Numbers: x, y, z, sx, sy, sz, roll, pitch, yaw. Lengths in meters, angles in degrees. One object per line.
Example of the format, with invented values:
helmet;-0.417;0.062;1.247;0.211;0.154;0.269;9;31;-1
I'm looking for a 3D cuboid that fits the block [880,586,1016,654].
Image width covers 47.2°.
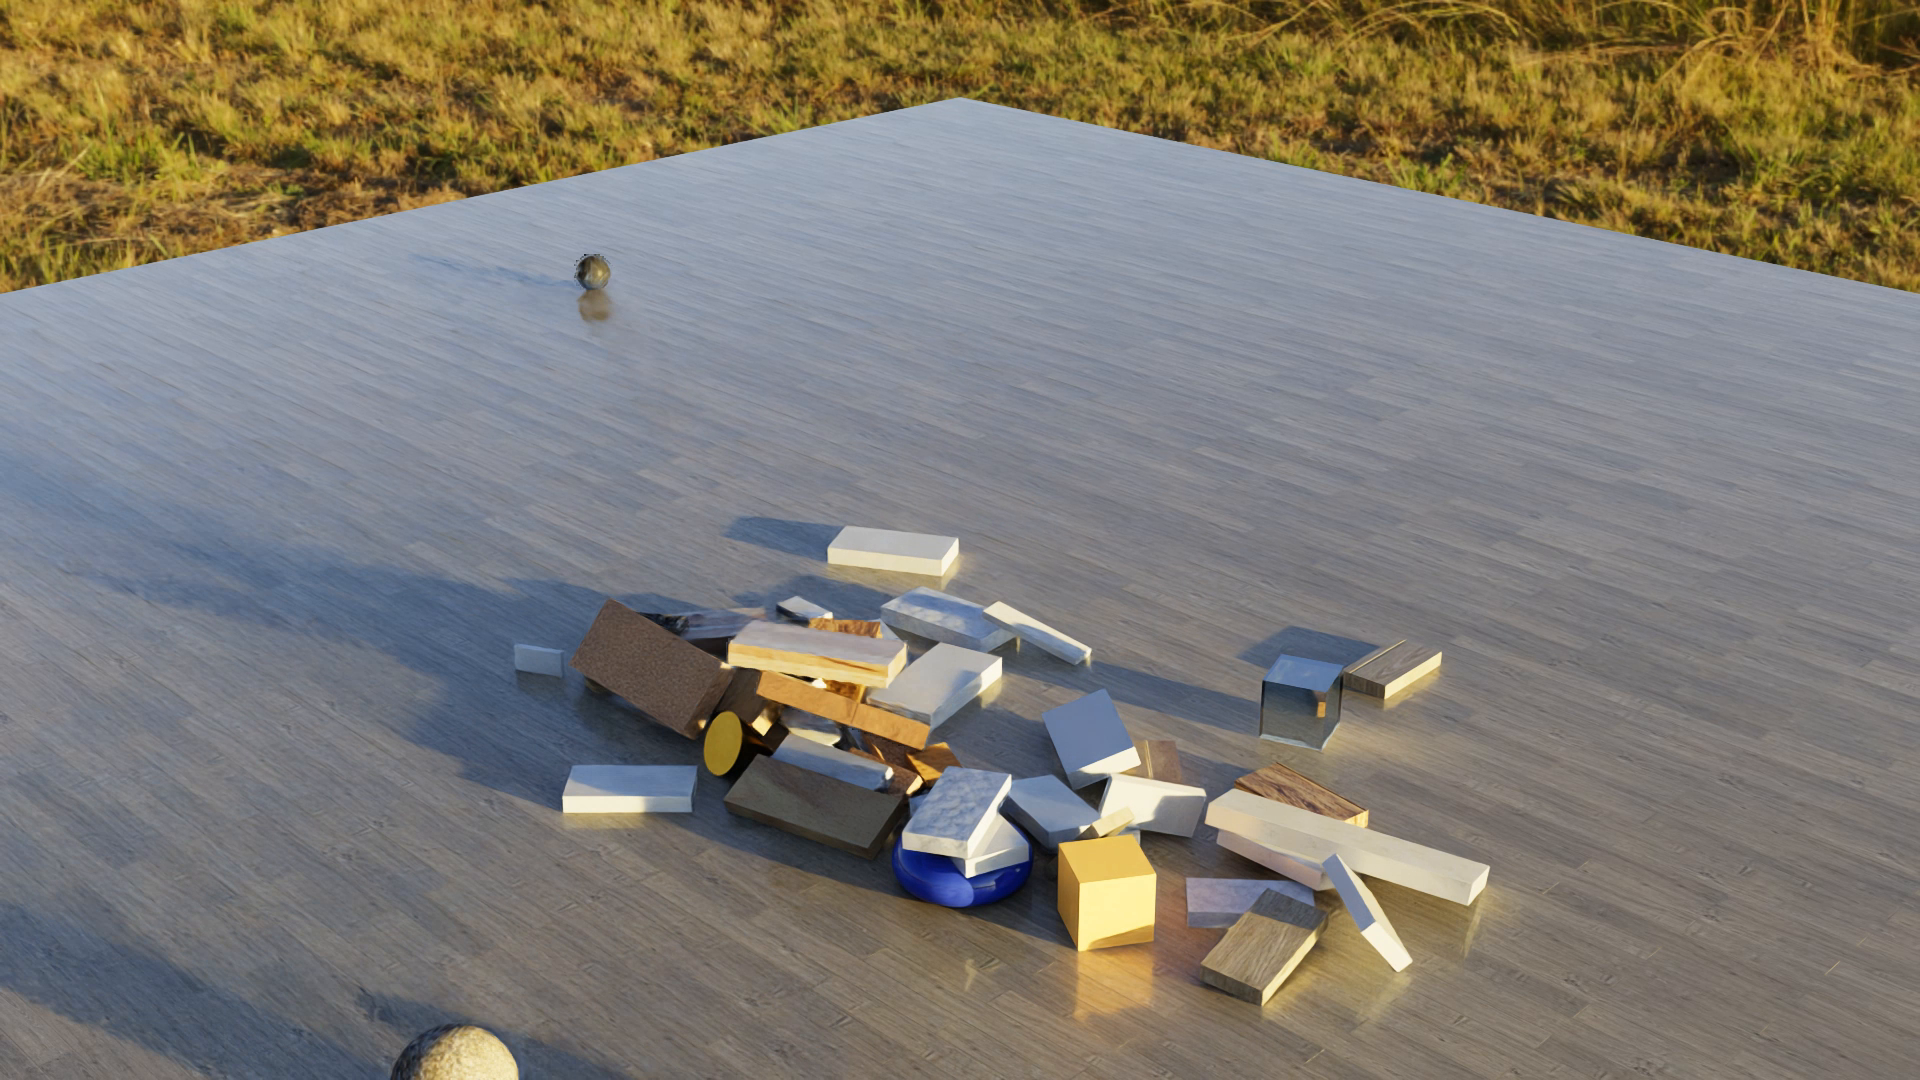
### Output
block;-0.025;0.191;5.255;0.303;0.043;0.152;17;28;35

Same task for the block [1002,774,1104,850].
block;0.180;0.538;4.369;0.130;0.037;0.259;-6;18;-22

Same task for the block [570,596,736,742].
block;-0.683;0.281;4.859;0.411;0.177;0.050;25;-8;40

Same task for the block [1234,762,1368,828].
block;0.690;0.532;4.460;0.126;0.036;0.252;-17;28;-34

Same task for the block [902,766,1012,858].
block;-0.004;0.515;4.179;0.130;0.037;0.259;6;25;18

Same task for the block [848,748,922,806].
block;-0.176;0.495;4.507;0.185;0.026;0.093;18;58;36

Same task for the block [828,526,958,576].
block;-0.171;0.027;5.643;0.303;0.043;0.152;6;24;15

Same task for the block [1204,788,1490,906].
block;0.743;0.586;4.232;0.523;0.042;0.150;15;12;23

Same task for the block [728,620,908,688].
block;-0.310;0.248;4.816;0.355;0.050;0.177;8;16;10

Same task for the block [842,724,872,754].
block;-0.175;0.436;4.639;0.086;0.024;0.171;-12;43;-26

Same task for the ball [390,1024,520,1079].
ball;-0.796;0.865;3.462;0.203;0.203;0.203;0;23;0

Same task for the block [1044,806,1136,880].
block;0.245;0.577;4.183;0.098;0.195;0.028;-20;69;-40

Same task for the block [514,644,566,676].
block;-0.963;0.275;5.036;0.119;0.059;0.017;8;24;17

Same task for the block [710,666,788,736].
block;-0.448;0.342;4.720;0.128;0.036;0.256;-52;25;-17

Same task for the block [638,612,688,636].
block;-0.711;0.196;5.164;0.131;0.018;0.065;4;23;10

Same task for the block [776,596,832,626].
block;-0.379;0.173;5.329;0.065;0.018;0.130;-21;31;-40

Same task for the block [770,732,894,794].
block;-0.277;0.487;4.499;0.260;0.037;0.130;15;52;31

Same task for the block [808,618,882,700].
block;-0.285;0.296;4.912;0.162;0.046;0.323;4;37;8

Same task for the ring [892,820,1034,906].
ring;0.005;0.609;4.211;0.273;0.091;0.273;-1;22;0

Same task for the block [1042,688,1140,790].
block;0.274;0.418;4.639;0.150;0.042;0.300;-22;21;0

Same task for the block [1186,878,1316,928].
block;0.542;0.681;4.113;0.236;0.033;0.118;1;23;3

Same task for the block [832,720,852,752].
block;-0.248;0.409;4.699;0.085;0.024;0.171;-20;47;-34

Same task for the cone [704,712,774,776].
cone;-0.445;0.441;4.644;0.137;0.137;0.137;17;9;-38

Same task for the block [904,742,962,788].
block;-0.032;0.493;4.508;0.093;0.026;0.185;-11;40;-25

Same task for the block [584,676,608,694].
block;-0.785;0.316;4.994;0.119;0.017;0.059;-13;26;-29

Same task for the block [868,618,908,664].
block;-0.302;0.263;5.083;0.323;0.046;0.162;-10;25;-23

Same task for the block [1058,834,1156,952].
block;0.268;0.648;4.050;0.143;0.143;0.143;-5;24;-12

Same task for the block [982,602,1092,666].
block;0.178;0.218;5.153;0.265;0.018;0.065;27;34;25

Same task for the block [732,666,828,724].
block;-0.408;0.310;4.850;0.128;0.036;0.272;-37;31;-15

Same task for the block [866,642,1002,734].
block;-0.056;0.328;4.929;0.162;0.046;0.323;13;26;27

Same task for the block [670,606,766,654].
block;-0.607;0.219;5.190;0.303;0.043;0.152;-4;23;-9

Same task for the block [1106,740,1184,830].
block;0.380;0.502;4.523;0.150;0.042;0.300;0;23;0

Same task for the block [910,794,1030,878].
block;0.015;0.550;4.188;0.130;0.037;0.259;-12;25;-22

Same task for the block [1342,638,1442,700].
block;0.986;0.292;5.031;0.118;0.033;0.236;20;30;38

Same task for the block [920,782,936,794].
block;-0.035;0.524;4.373;0.052;0.015;0.103;-24;42;-10

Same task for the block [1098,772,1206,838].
block;0.378;0.524;4.341;0.195;0.098;0.028;11;24;-12

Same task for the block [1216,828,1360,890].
block;0.632;0.606;4.233;0.126;0.036;0.252;0;15;-44

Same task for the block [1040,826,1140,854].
block;0.257;0.585;4.346;0.195;0.028;0.098;2;23;4

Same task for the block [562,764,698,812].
block;-0.674;0.510;4.512;0.260;0.037;0.130;0;23;0

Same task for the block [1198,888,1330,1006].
block;0.547;0.729;3.950;0.126;0.036;0.252;19;36;30

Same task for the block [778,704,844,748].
block;-0.326;0.384;4.673;0.085;0.024;0.171;-32;57;-13

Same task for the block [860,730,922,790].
block;-0.127;0.449;4.591;0.093;0.026;0.185;-11;43;-25

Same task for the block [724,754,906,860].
block;-0.293;0.531;4.400;0.354;0.037;0.130;14;50;29

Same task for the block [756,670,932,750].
block;-0.235;0.348;4.516;0.355;0.050;0.177;19;-3;1

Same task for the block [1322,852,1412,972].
block;0.742;0.678;4.018;0.033;0.118;0.236;-40;23;8

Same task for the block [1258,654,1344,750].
block;0.739;0.350;4.756;0.140;0.140;0.140;10;25;22

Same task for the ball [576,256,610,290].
ball;-1.310;-0.953;7.849;0.123;0.123;0.123;0;23;0
